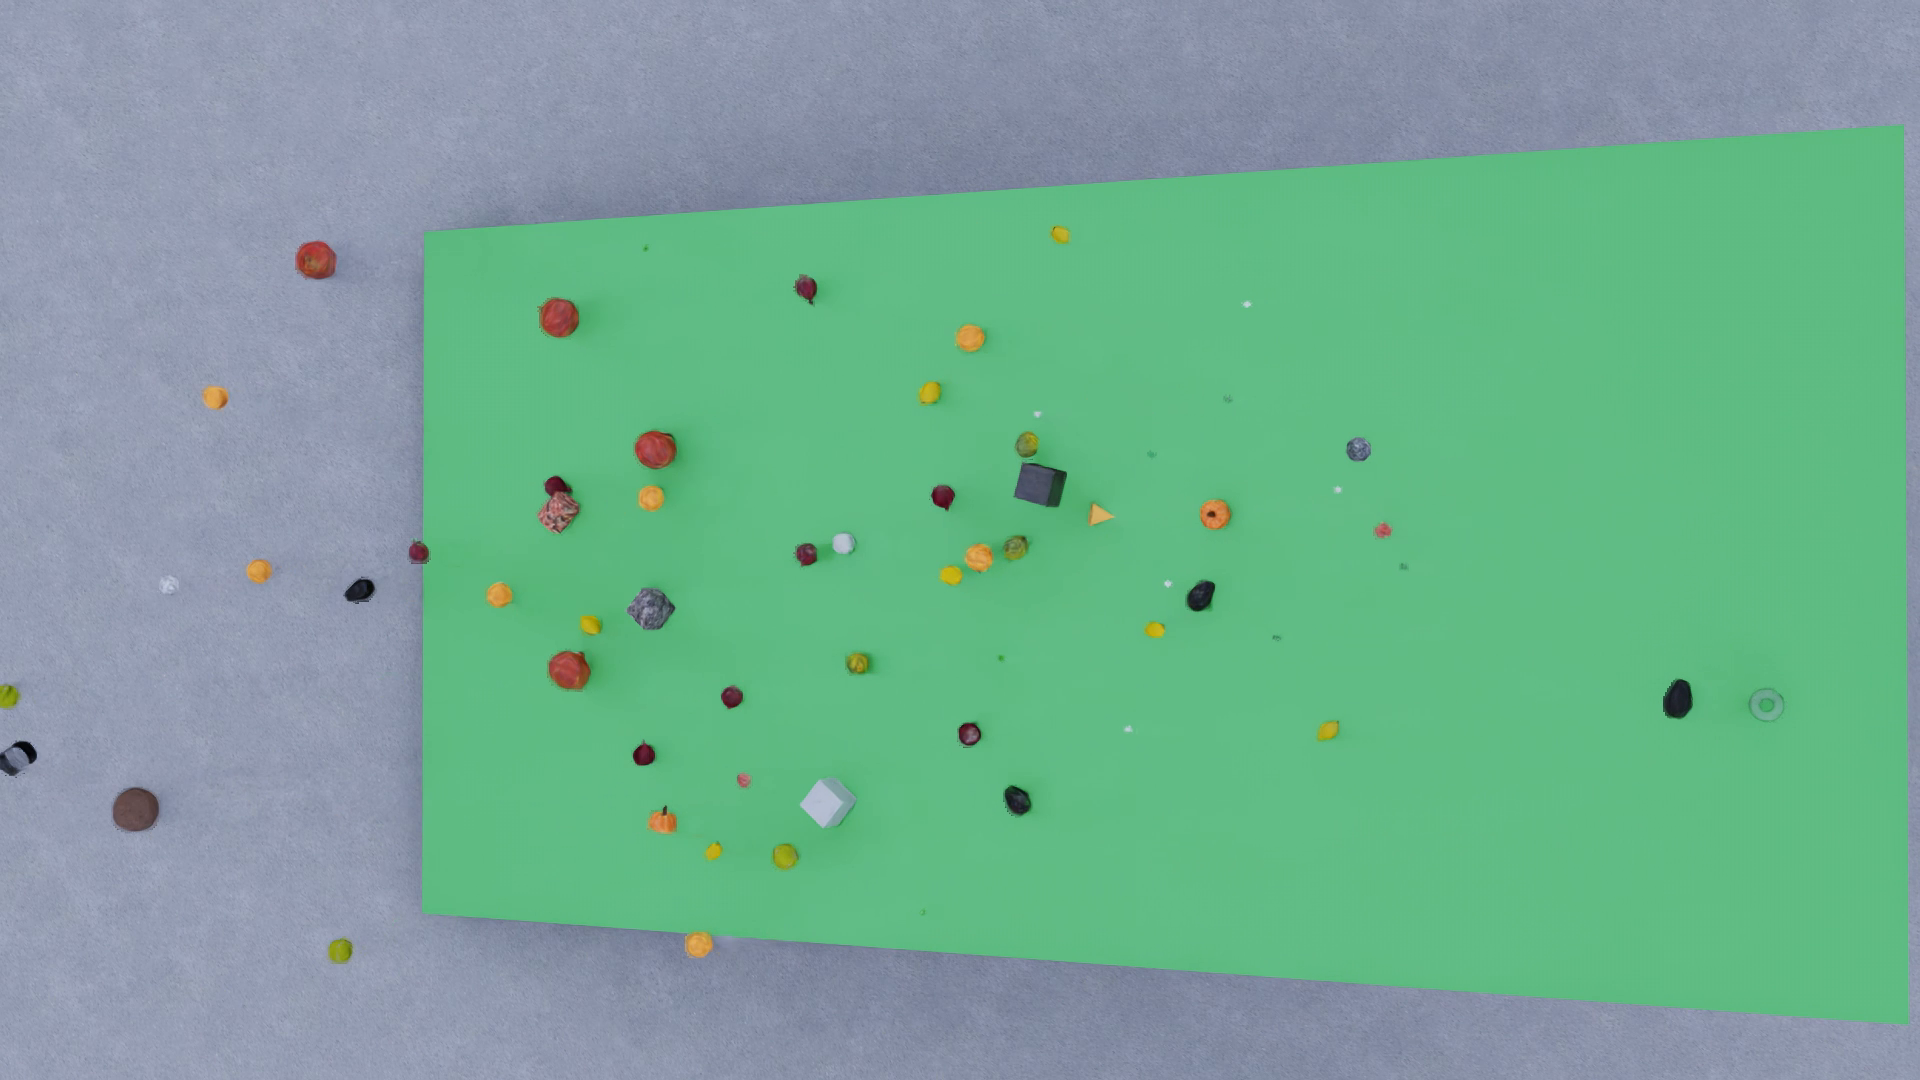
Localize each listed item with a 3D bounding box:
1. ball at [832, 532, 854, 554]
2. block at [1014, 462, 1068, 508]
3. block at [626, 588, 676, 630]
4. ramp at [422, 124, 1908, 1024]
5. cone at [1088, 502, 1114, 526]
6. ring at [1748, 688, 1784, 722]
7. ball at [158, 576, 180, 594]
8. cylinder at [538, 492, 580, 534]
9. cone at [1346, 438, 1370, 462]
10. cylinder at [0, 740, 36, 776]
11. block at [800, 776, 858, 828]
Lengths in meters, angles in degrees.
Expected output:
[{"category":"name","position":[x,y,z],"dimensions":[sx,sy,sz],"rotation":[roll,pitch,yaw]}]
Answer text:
[{"category":"ball","position":[-0.312,0.009,5.885],"dimensions":[0.059,0.059,0.059],"rotation":[0,89,0]},{"category":"block","position":[0.207,-0.141,5.647],"dimensions":[0.093,0.093,0.093],"rotation":[16,96,22]},{"category":"block","position":[-0.858,0.191,6.103],"dimensions":[0.082,0.082,0.082],"rotation":[44,105,18]},{"category":"ramp","position":[0.283,0.085,5.717],"dimensions":[4.000,0.100,2.000],"rotation":[0,89,23]},{"category":"cone","position":[0.365,-0.063,5.614],"dimensions":[0.063,0.063,0.063],"rotation":[8,89,-4]},{"category":"ring","position":[1.828,0.374,4.985],"dimensions":[0.078,0.026,0.078],"rotation":[0,91,23]},{"category":"ball","position":[-2.344,0.134,6.519],"dimensions":[0.057,0.057,0.057],"rotation":[0,89,0]},{"category":"cylinder","position":[-1.136,-0.078,6.223],"dimensions":[0.085,0.085,0.085],"rotation":[44,107,0]},{"category":"cone","position":[0.961,-0.221,5.343],"dimensions":[0.061,0.061,0.061],"rotation":[0,89,23]},{"category":"cylinder","position":[-2.782,0.643,6.489],"dimensions":[0.077,0.077,0.077],"rotation":[-32,89,27]},{"category":"block","position":[-0.351,0.701,5.876],"dimensions":[0.092,0.092,0.092],"rotation":[42,105,18]}]
